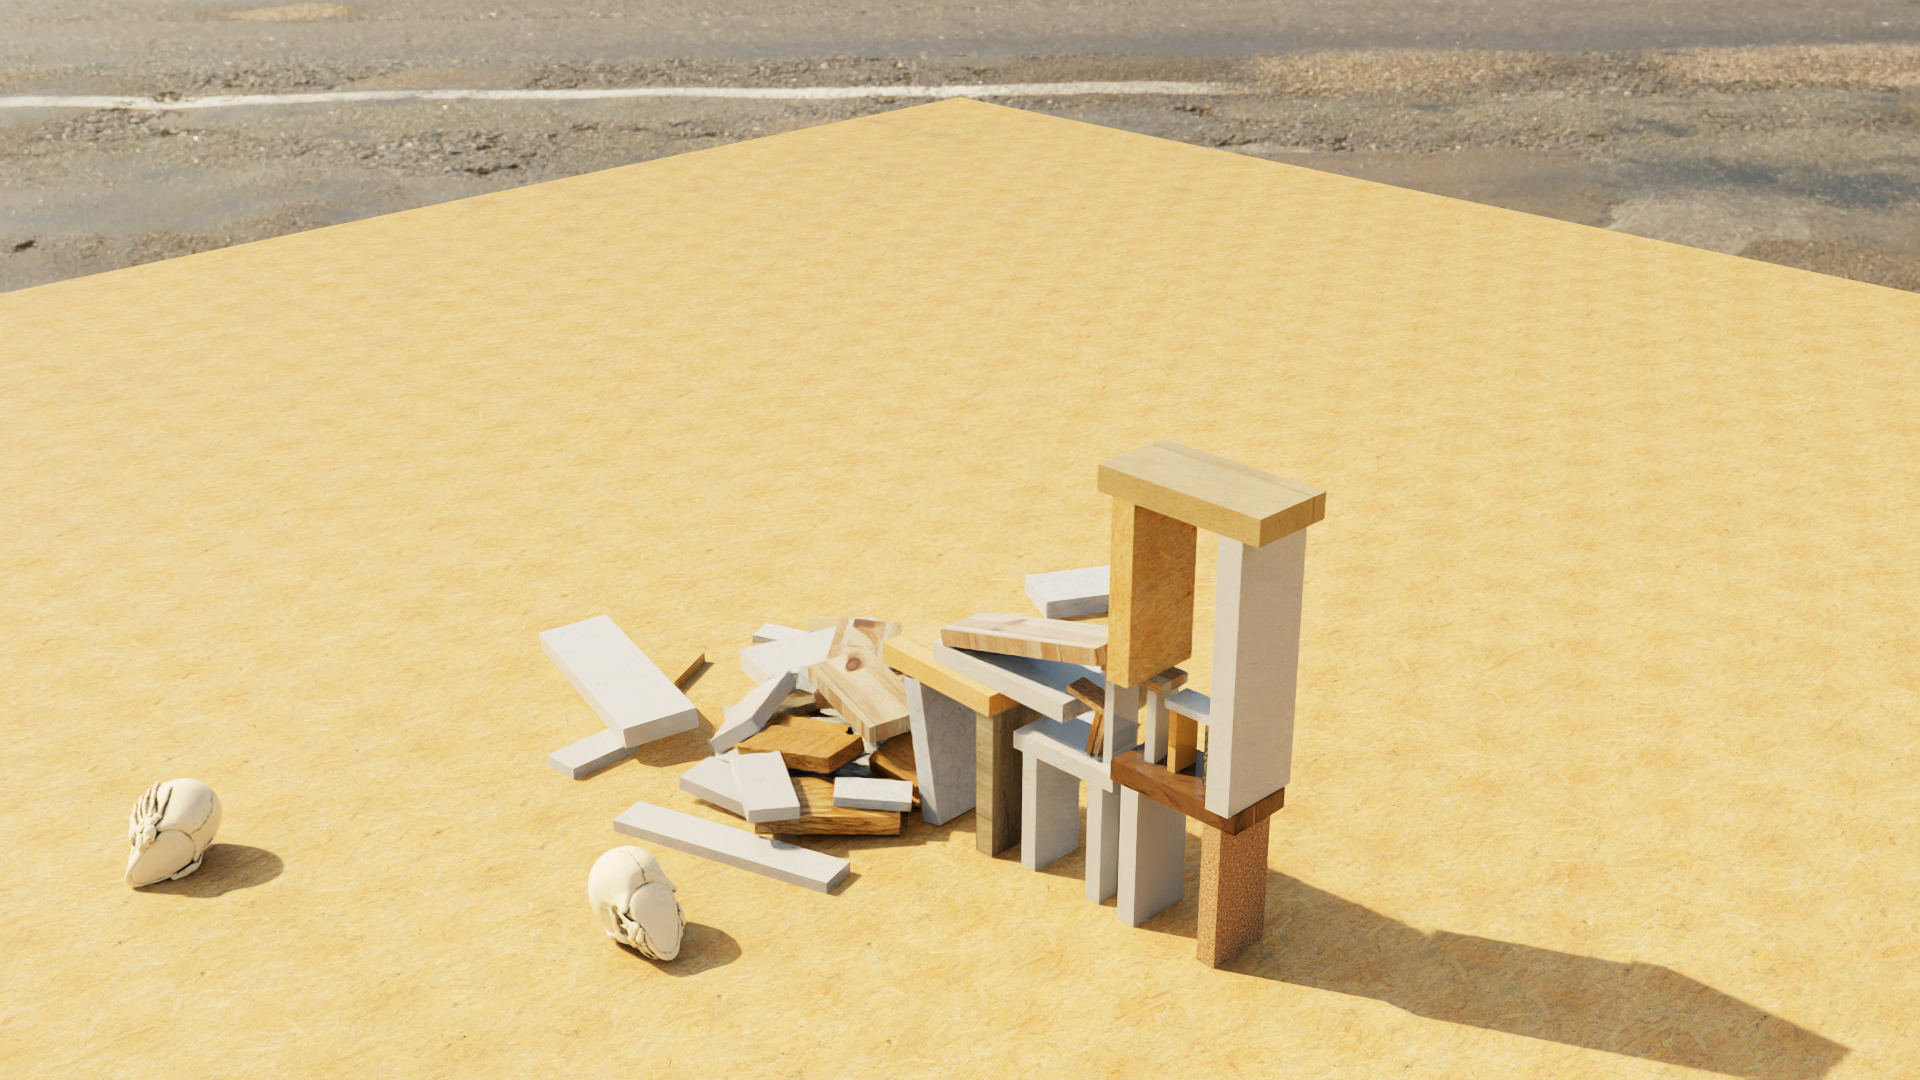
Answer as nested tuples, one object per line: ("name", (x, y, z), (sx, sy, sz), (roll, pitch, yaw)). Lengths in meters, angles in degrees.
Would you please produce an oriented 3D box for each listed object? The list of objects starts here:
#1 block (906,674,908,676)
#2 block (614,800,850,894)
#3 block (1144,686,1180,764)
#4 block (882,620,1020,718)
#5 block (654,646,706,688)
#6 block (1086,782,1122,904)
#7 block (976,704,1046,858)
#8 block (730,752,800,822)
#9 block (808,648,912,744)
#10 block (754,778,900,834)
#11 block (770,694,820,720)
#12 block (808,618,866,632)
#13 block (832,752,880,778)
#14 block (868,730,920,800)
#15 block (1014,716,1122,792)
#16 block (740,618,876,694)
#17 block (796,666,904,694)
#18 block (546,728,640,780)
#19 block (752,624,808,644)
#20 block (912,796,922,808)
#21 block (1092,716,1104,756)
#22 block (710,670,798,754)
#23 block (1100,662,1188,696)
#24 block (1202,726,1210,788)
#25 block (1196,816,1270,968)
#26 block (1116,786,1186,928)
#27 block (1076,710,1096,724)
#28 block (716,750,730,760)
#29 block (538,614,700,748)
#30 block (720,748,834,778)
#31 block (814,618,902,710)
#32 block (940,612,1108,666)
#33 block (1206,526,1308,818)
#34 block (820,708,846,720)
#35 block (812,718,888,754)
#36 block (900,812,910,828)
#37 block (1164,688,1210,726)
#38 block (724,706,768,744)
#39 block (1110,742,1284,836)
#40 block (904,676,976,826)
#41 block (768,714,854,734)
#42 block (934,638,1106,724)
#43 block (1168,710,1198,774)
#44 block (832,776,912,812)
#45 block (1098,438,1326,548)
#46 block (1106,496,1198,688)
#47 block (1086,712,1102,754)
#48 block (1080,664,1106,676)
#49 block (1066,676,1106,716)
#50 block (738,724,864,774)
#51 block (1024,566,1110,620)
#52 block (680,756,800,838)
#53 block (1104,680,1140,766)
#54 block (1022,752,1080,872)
("block", (-0.022, 0.299, 4.852), (0.175, 0.049, 0.349), (8, 8, 2))
("block", (-0.451, 0.600, 4.314), (0.497, 0.025, 0.089), (12, 26, 26))
("block", (0.365, 0.324, 3.977), (0.021, 0.145, 0.072), (18, 29, 35))
("block", (0.008, 0.249, 4.315), (0.156, 0.044, 0.311), (-20, 31, -38))
("block", (-0.660, 0.297, 5.028), (0.089, 0.025, 0.177), (7, 24, 16))
("block", (0.293, 0.550, 4.145), (0.035, 0.249, 0.125), (21, 31, 41))
("block", (0.102, 0.450, 4.301), (0.044, 0.311, 0.156), (21, 31, 40))
("block", (-0.389, 0.490, 4.372), (0.102, 0.029, 0.204), (-3, 27, -16))
("block", (-0.191, 0.323, 4.593), (0.140, 0.040, 0.280), (-16, 32, -25))
("block", (-0.268, 0.531, 4.390), (0.285, 0.040, 0.143), (1, 26, -8))
("block", (-0.359, 0.368, 4.848), (0.140, 0.020, 0.070), (-13, 12, -28))
("block", (-0.290, 0.210, 5.240), (0.140, 0.020, 0.070), (-1, 23, -3))
("block", (-0.224, 0.464, 4.576), (0.155, 0.022, 0.077), (15, 31, 41))
("block", (-0.016, 0.386, 4.563), (0.143, 0.040, 0.364), (28, 52, 29))
("block", (0.234, 0.396, 4.144), (0.249, 0.035, 0.125), (21, 31, 40))
("block", (-0.311, 0.269, 5.064), (0.349, 0.049, 0.175), (-13, 26, -27))
("block", (-0.088, 0.355, 4.786), (0.528, 0.049, 0.175), (13, 7, 28))
("block", (-0.777, 0.451, 4.667), (0.089, 0.025, 0.177), (20, 30, 39))
("block", (-0.412, 0.231, 5.191), (0.140, 0.020, 0.070), (10, 25, 22))
("block", (-0.105, 0.504, 4.489), (0.099, 0.014, 0.049), (29, 47, 29))
("block", (0.275, 0.354, 4.076), (0.047, 0.094, 0.013), (-22, 45, -41))
("block", (-0.442, 0.367, 4.721), (0.119, 0.034, 0.238), (-30, 11, 25))
("block", (0.332, 0.237, 3.972), (0.145, 0.021, 0.072), (21, 31, 40))
("block", (0.458, 0.374, 3.889), (0.017, 0.122, 0.061), (21, 31, 41))
("block", (0.491, 0.613, 3.950), (0.143, 0.285, 0.040), (-21, 31, -41))
("block", (0.357, 0.561, 4.074), (0.143, 0.285, 0.040), (-21, 31, -41))
("block", (0.200, 0.372, 4.832), (0.285, 0.040, 0.143), (14, 27, 30))
("block", (-0.477, 0.481, 4.602), (0.070, 0.020, 0.140), (-2, 23, -5))
("block", (-0.770, 0.308, 4.918), (0.165, 0.047, 0.605), (-16, 24, -23))
("block", (-0.381, 0.481, 4.554), (0.216, 0.031, 0.108), (19, 25, 26))
("block", (-0.218, 0.270, 4.771), (0.140, 0.040, 0.280), (5, 34, 7))
("block", (0.147, 0.184, 4.139), (0.119, 0.034, 0.422), (-20, 16, -39))
("block", (0.506, 0.211, 3.765), (0.050, 0.518, 0.176), (21, 31, 41))
("block", (-0.183, 0.382, 4.757), (0.216, 0.031, 0.108), (14, 7, 33))
("block", (-0.206, 0.418, 4.666), (0.216, 0.031, 0.108), (15, 6, 43))
("block", (-0.130, 0.550, 4.445), (0.053, 0.015, 0.105), (1, 23, 2))
("block", (0.429, 0.298, 3.889), (0.122, 0.017, 0.061), (21, 31, 41))
("block", (-0.463, 0.399, 4.795), (0.070, 0.020, 0.140), (-8, 24, -19))
("block", (0.424, 0.437, 3.948), (0.285, 0.040, 0.143), (21, 31, 41))
("block", (-0.022, 0.399, 4.419), (0.044, 0.311, 0.156), (9, 23, 44))
("block", (-0.330, 0.422, 4.630), (0.204, 0.029, 0.102), (6, 41, 39))
("block", (0.119, 0.249, 4.212), (0.140, 0.040, 0.351), (-20, 31, -39))
("block", (0.400, 0.351, 3.943), (0.017, 0.122, 0.061), (21, 31, 41))
("block", (-0.173, 0.506, 4.385), (0.155, 0.022, 0.077), (4, 26, -2))
("block", (0.424, -0.083, 3.731), (0.176, 0.050, 0.353), (-21, 31, -40))
("block", (0.341, 0.069, 3.888), (0.050, 0.353, 0.176), (21, 31, 40))
("block", (0.263, 0.351, 4.084), (0.047, 0.095, 0.013), (-22, 45, -41))
("block", (0.274, 0.290, 4.948), (0.165, 0.047, 0.330), (18, 20, 40))
("block", (0.248, 0.289, 4.068), (0.095, 0.013, 0.047), (33, 38, 31))
("block", (-0.328, 0.429, 4.519), (0.238, 0.034, 0.119), (3, 20, 35))
("block", (0.343, 0.121, 5.415), (0.330, 0.047, 0.165), (-7, 24, -15))
("block", (-0.423, 0.520, 4.463), (0.291, 0.029, 0.102), (19, 29, 26))
("block", (0.297, 0.319, 4.043), (0.021, 0.186, 0.072), (21, 31, 40))
("block", (0.176, 0.504, 4.253), (0.035, 0.249, 0.125), (21, 31, 41))
